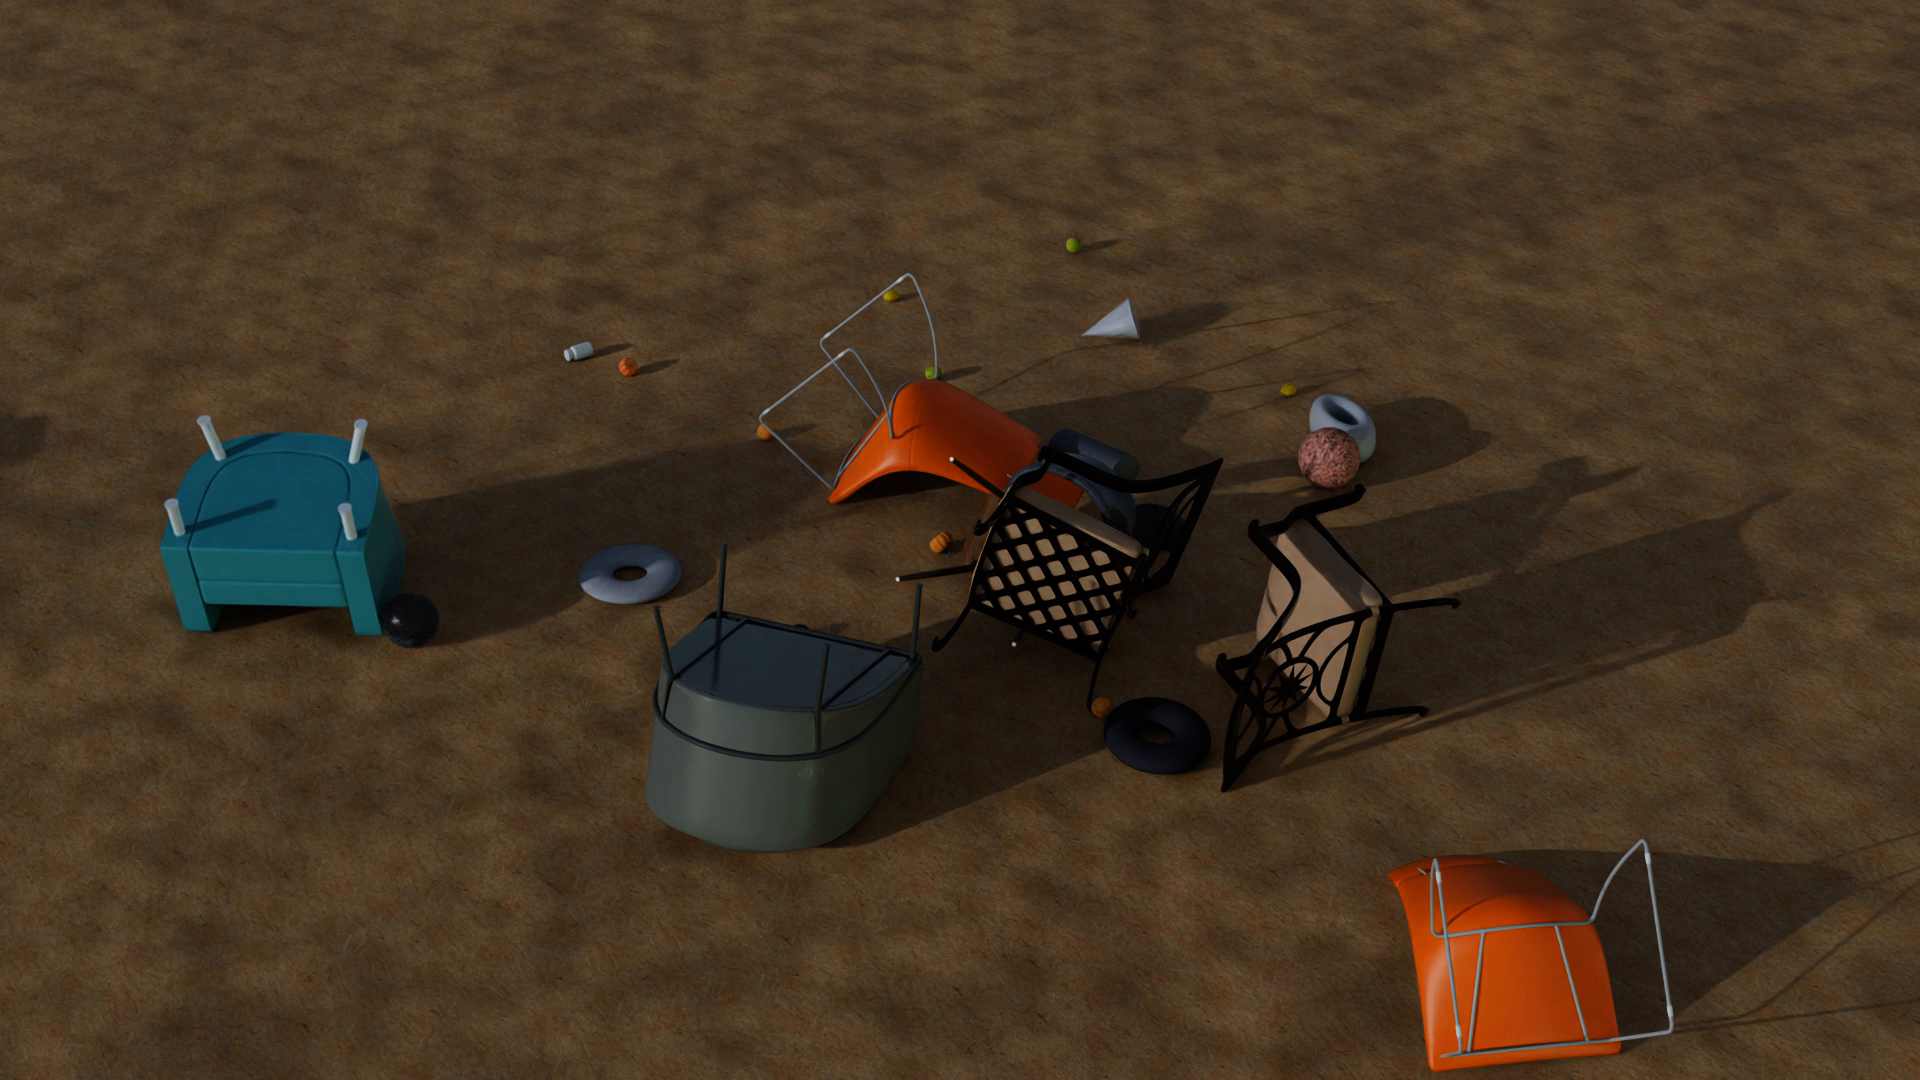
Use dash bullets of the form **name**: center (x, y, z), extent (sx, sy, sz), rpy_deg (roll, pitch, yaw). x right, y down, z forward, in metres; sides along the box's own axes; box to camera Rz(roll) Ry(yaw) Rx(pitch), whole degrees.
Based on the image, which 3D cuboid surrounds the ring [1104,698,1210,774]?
- **ring**: center (0.664, 0.658, 9.874), extent (0.358, 0.082, 0.402), rpy_deg (-9, 34, -14)

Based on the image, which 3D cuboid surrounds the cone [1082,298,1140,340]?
- **cone**: center (0.617, -0.888, 12.223), extent (0.234, 0.158, 0.238), rpy_deg (-17, 31, 8)

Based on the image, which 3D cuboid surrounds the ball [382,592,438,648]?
- **ball**: center (-1.938, 0.280, 10.340), extent (0.197, 0.197, 0.197), rpy_deg (0, 33, 0)

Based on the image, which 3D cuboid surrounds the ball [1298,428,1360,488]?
- **ball**: center (1.411, -0.314, 11.206), extent (0.236, 0.236, 0.236), rpy_deg (0, 33, 0)

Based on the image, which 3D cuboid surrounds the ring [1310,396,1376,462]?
- **ring**: center (1.496, -0.436, 11.466), extent (0.218, 0.157, 0.387), rpy_deg (-9, 33, -18)

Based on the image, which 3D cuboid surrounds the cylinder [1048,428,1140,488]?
- **cylinder**: center (0.514, -0.315, 11.295), extent (0.309, 0.131, 0.193), rpy_deg (25, 19, 33)

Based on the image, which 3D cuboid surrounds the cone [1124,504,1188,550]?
- **cone**: center (0.748, -0.044, 10.950), extent (0.258, 0.164, 0.114), rpy_deg (20, 2, 19)

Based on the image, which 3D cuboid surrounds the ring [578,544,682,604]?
- **ring**: center (-1.205, 0.123, 10.705), extent (0.378, 0.059, 0.373), rpy_deg (-28, 42, -36)
